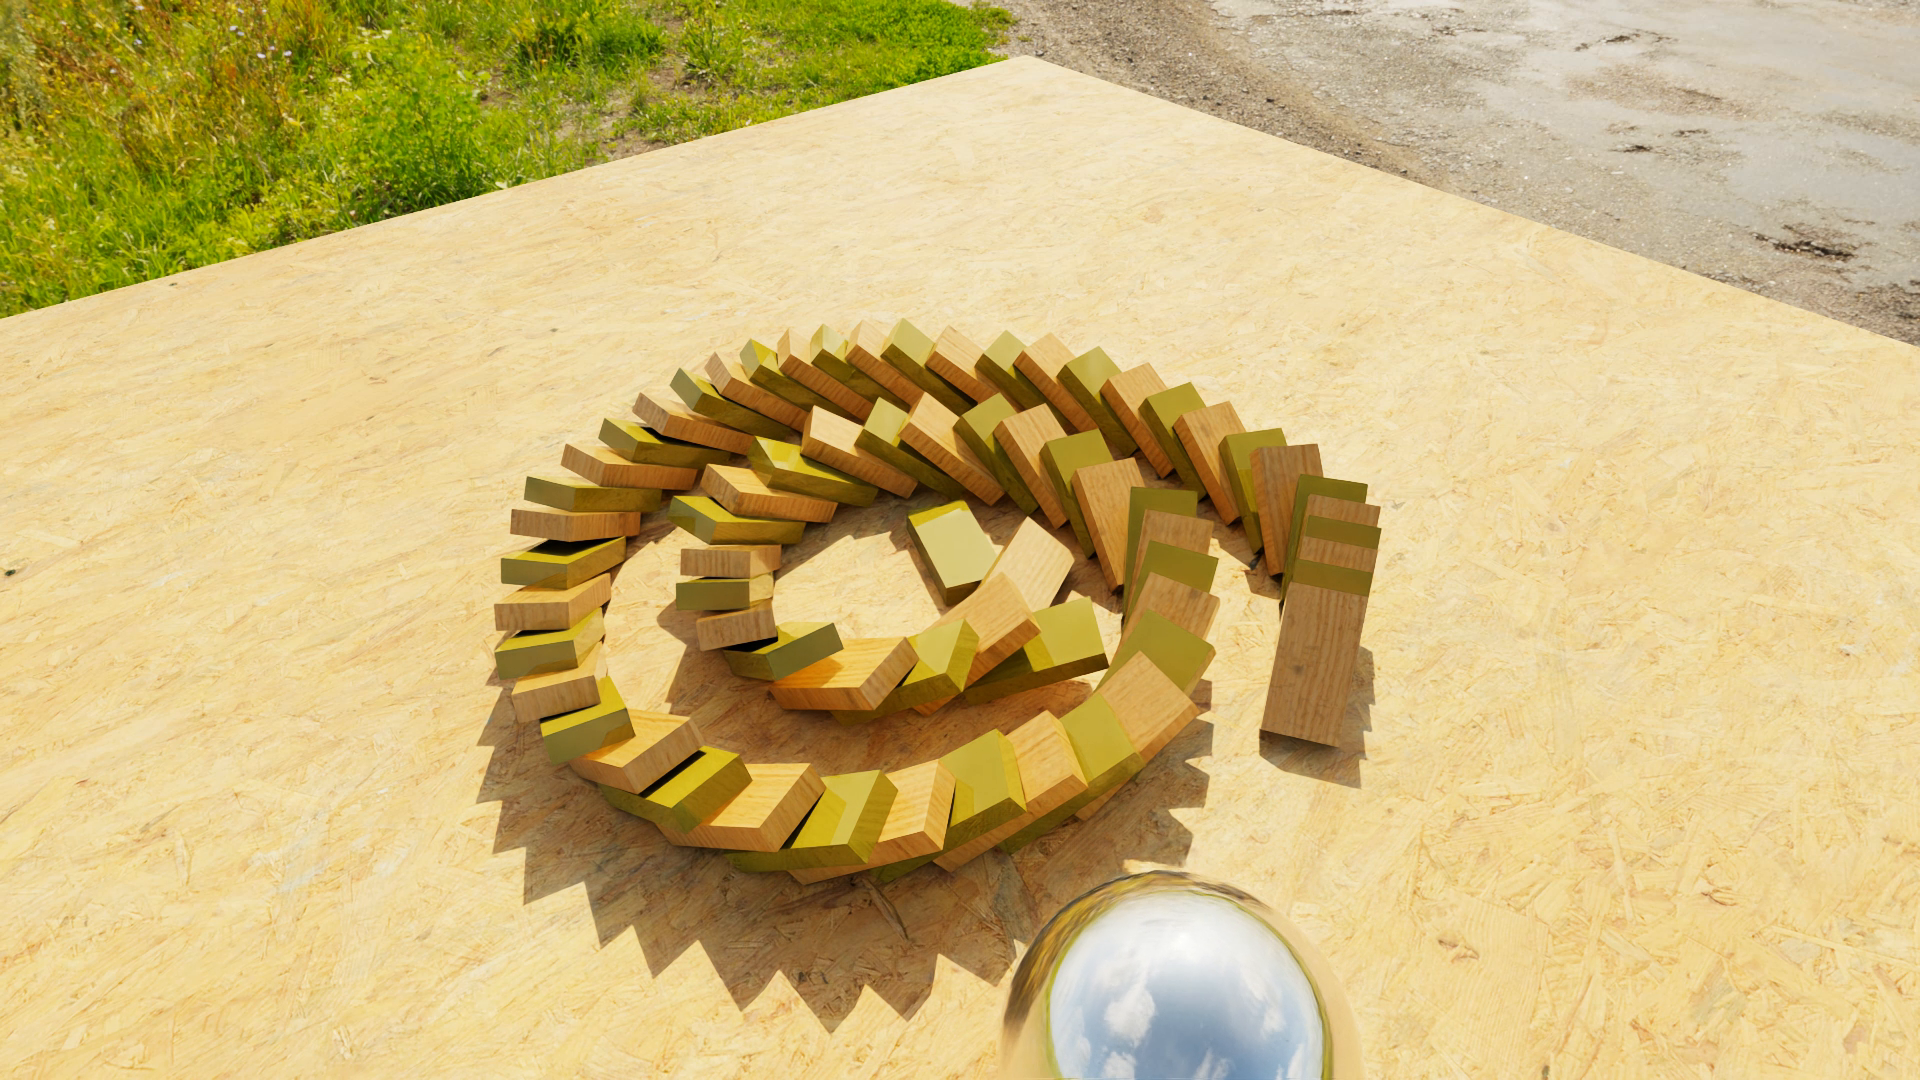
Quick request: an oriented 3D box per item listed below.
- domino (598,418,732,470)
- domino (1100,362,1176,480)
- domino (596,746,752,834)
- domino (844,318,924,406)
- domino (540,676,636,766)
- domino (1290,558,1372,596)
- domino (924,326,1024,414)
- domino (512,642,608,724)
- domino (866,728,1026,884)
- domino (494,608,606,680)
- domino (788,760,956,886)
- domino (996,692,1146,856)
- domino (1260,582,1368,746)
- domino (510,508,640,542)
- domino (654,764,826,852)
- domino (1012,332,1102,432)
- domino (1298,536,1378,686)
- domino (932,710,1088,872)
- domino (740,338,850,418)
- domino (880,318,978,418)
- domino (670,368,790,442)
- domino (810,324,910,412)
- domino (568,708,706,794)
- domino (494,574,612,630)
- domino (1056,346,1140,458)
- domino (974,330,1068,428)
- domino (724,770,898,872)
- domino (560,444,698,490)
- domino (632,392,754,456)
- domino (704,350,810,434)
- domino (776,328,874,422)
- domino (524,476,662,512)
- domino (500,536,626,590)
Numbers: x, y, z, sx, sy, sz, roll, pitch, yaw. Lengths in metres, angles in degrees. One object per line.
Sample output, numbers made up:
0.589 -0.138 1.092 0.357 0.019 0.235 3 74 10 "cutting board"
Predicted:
-0.126 -0.041 0.473 0.025 0.009 0.050 31 16 32 "domino"
0.087 -0.054 0.491 0.025 0.010 0.050 -25 74 -29 "domino"
-0.088 0.074 0.336 0.050 0.010 0.025 -1 28 48 "domino"
-0.030 -0.080 0.518 0.050 0.010 0.025 34 32 -22 "domino"
-0.121 0.057 0.354 0.025 0.010 0.050 -18 12 -21 "domino"
0.123 0.033 0.376 0.025 0.050 0.010 11 -2 14 "domino"
0.009 -0.078 0.518 0.050 0.009 0.025 34 40 -11 "domino"
-0.133 0.047 0.367 0.025 0.010 0.050 -13 10 -14 "domino"
-0.006 0.079 0.326 0.050 0.010 0.025 -31 38 16 "domino"
-0.141 0.035 0.381 0.025 0.010 0.050 -9 10 -7 "domino"
-0.026 0.083 0.322 0.050 0.009 0.025 -22 32 26 "domino"
0.029 0.072 0.337 0.050 0.009 0.025 -35 43 6 "domino"
0.118 0.041 0.367 0.025 0.050 0.009 11 -2 14 "domino"
-0.149 -0.007 0.430 0.025 0.010 0.050 7 5 13 "domino"
-0.066 0.079 0.327 0.050 0.010 0.025 -10 28 40 "domino"
0.051 -0.072 0.511 0.050 0.010 0.025 46 47 5 "domino"
0.128 0.026 0.385 0.025 0.050 0.009 12 -2 14 "domino"
0.012 0.075 0.331 0.050 0.009 0.025 -35 40 12 "domino"
-0.076 -0.072 0.507 0.050 0.009 0.025 26 23 -36 "domino"
-0.013 -0.080 0.518 0.050 0.009 0.025 37 37 -18 "domino"
-0.102 -0.059 0.492 0.050 0.010 0.025 20 18 -48 "domino"
-0.047 -0.079 0.515 0.050 0.010 0.025 31 28 -26 "domino"
-0.102 0.065 0.344 0.025 0.010 0.050 -36 18 -35 "domino"
-0.146 0.022 0.398 0.025 0.009 0.050 -1 9 -2 "domino"
0.070 -0.063 0.502 0.025 0.009 0.050 -32 78 -36 "domino"
0.034 -0.074 0.516 0.050 0.010 0.025 39 46 -1 "domino"
-0.044 0.083 0.321 0.050 0.009 0.025 -15 34 35 "domino"
-0.138 -0.030 0.460 0.025 0.009 0.050 24 13 29 "domino"
-0.115 -0.050 0.483 0.025 0.010 0.050 34 14 36 "domino"
-0.090 -0.066 0.500 0.050 0.010 0.025 24 20 -43 "domino"
-0.061 -0.077 0.513 0.050 0.009 0.025 30 27 -30 "domino"
-0.147 -0.018 0.444 0.025 0.009 0.050 13 7 23 "domino"
-0.149 0.007 0.417 0.025 0.010 0.050 5 12 6 "domino"
